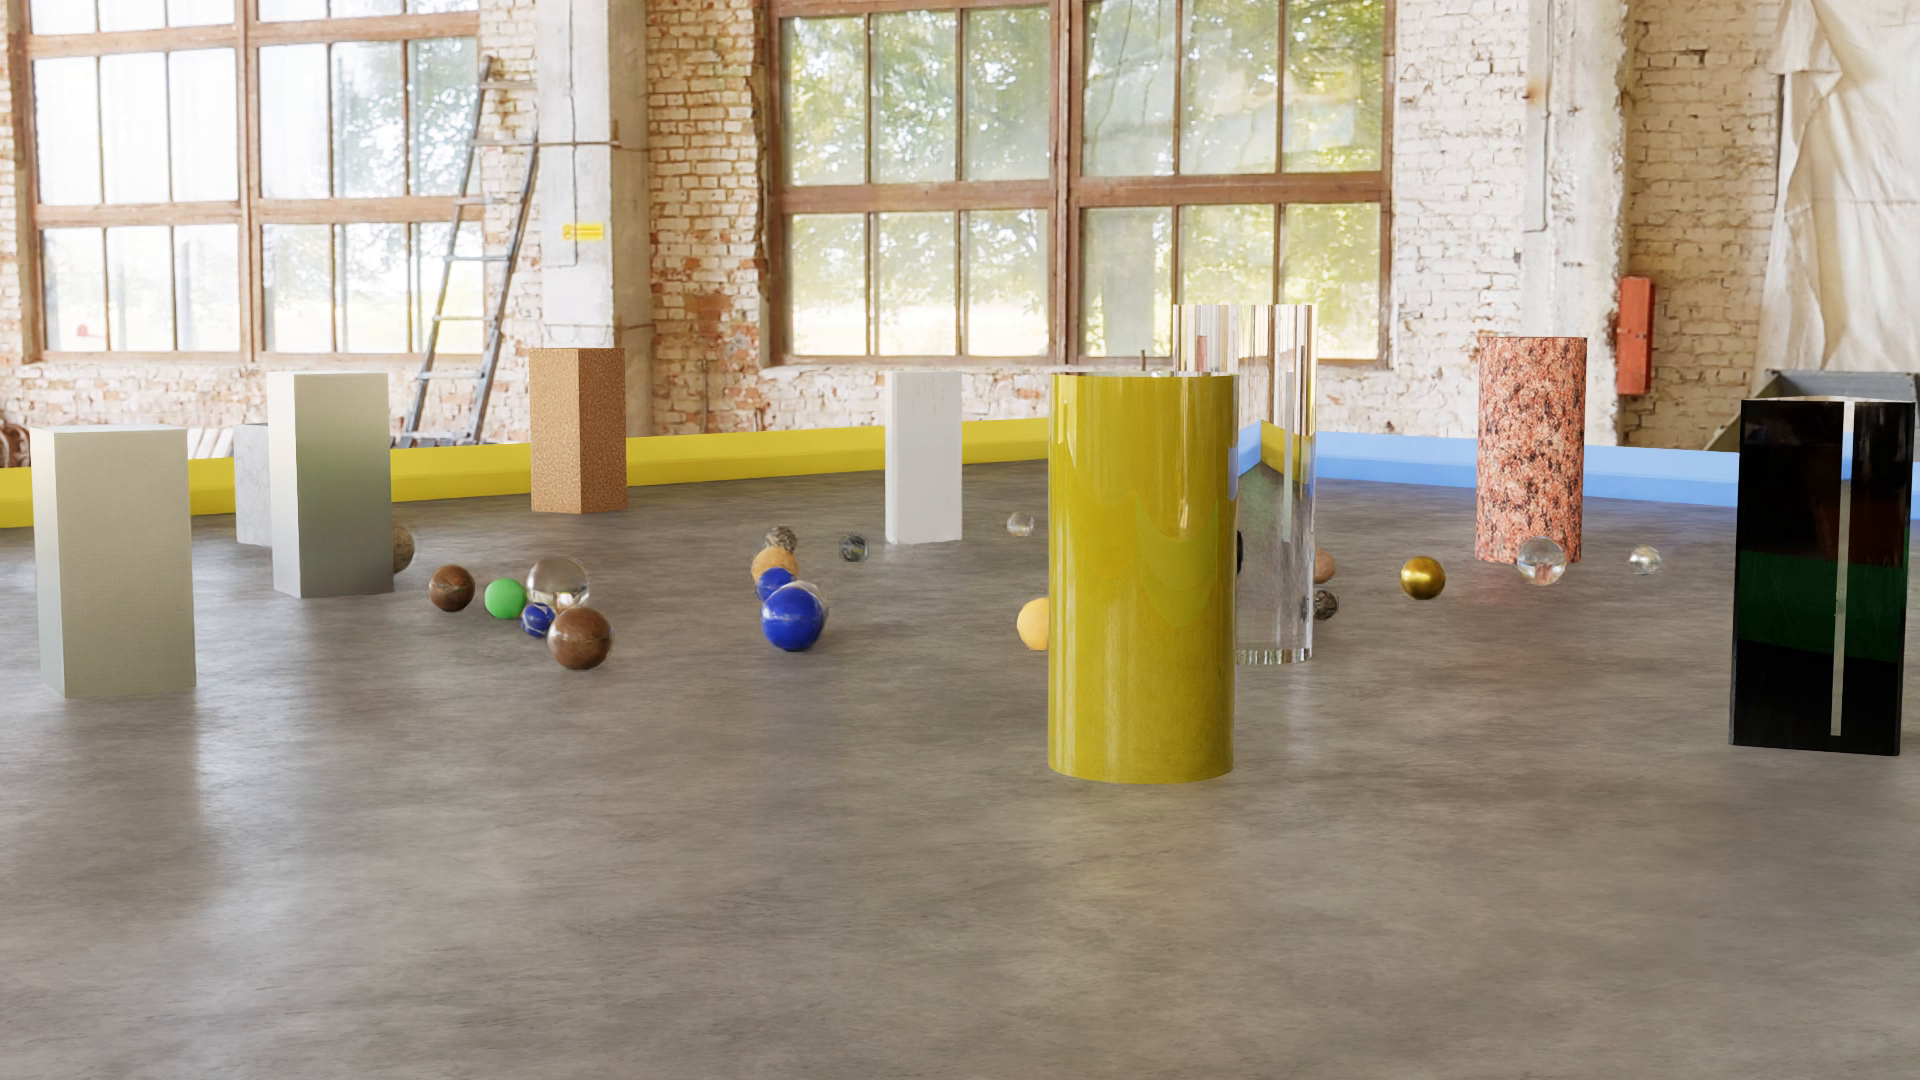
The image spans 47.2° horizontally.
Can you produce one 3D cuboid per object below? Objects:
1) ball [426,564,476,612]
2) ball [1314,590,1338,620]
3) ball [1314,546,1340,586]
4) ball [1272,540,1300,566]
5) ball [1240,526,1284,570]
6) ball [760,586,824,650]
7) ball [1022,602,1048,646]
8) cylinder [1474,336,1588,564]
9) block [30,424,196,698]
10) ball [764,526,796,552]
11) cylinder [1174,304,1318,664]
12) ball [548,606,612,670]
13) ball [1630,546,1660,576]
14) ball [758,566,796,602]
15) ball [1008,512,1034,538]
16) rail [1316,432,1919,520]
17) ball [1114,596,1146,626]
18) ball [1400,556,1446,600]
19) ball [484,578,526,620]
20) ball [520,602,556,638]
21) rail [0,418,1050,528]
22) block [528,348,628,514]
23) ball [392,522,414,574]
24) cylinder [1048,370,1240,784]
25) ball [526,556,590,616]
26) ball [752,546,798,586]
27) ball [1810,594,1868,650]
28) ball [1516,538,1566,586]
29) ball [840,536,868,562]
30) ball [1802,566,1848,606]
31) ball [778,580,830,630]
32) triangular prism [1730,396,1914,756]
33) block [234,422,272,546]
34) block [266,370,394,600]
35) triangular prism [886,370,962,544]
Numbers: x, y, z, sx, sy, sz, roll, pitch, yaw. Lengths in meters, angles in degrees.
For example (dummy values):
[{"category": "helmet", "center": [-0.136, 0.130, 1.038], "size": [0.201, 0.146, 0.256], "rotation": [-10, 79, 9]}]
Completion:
[{"category": "ball", "center": [-0.741, 0.070, 3.204], "size": [0.069, 0.069, 0.069], "rotation": [0, 6, 0]}, {"category": "ball", "center": [0.514, 0.092, 3.119], "size": [0.043, 0.043, 0.043], "rotation": [0, 6, 0]}, {"category": "ball", "center": [0.572, 0.043, 3.517], "size": [0.069, 0.069, 0.069], "rotation": [0, 6, 0]}, {"category": "ball", "center": [0.555, 0.022, 3.752], "size": [0.048, 0.048, 0.048], "rotation": [0, 6, 0]}, {"category": "ball", "center": [0.511, 0.013, 3.712], "size": [0.074, 0.074, 0.074], "rotation": [0, 6, 0]}, {"category": "ball", "center": [-0.216, 0.102, 2.840], "size": [0.083, 0.083, 0.083], "rotation": [0, 6, 0]}, {"category": "ball", "center": [0.108, 0.109, 2.842], "size": [0.057, 0.057, 0.057], "rotation": [0, 6, 0]}, {"category": "cylinder", "center": [1.002, -0.161, 3.861], "size": [0.182, 0.389, 0.182], "rotation": [0, 6, 0]}, {"category": "block", "center": [-0.994, 0.019, 2.581], "size": [0.145, 0.302, 0.145], "rotation": [-4, 7, -32]}, {"category": "ball", "center": [-0.317, 0.004, 3.878], "size": [0.057, 0.057, 0.057], "rotation": [0, 6, 0]}, {"category": "cylinder", "center": [0.361, -0.076, 2.798], "size": [0.182, 0.445, 0.182], "rotation": [0, 6, 0]}, {"category": "ball", "center": [-0.464, 0.121, 2.685], "size": [0.079, 0.079, 0.079], "rotation": [0, 6, 0]}, {"category": "ball", "center": [1.132, 0.034, 3.634], "size": [0.049, 0.049, 0.049], "rotation": [0, 6, 0]}, {"category": "ball", "center": [-0.271, 0.069, 3.260], "size": [0.059, 0.059, 0.059], "rotation": [0, 6, 0]}, {"category": "ball", "center": [0.116, -0.030, 4.228], "size": [0.051, 0.051, 0.051], "rotation": [0, 6, 0]}, {"category": "rail", "center": [1.683, -0.134, 4.877], "size": [0.045, 0.118, 4.197], "rotation": [-6, 8, -42]}, {"category": "ball", "center": [0.237, 0.099, 3.064], "size": [0.042, 0.042, 0.042], "rotation": [0, 6, 0]}, {"category": "ball", "center": [0.700, 0.058, 3.324], "size": [0.068, 0.068, 0.068], "rotation": [0, 6, 0]}, {"category": "ball", "center": [-0.646, 0.083, 3.125], "size": [0.059, 0.059, 0.059], "rotation": [0, 6, 0]}, {"category": "ball", "center": [-0.567, 0.107, 2.956], "size": [0.048, 0.048, 0.048], "rotation": [0, 6, 0]}, {"category": "rail", "center": [-1.407, -0.131, 4.849], "size": [4.627, 0.118, 0.045], "rotation": [-6, 8, -42]}, {"category": "block", "center": [-0.831, -0.241, 4.784], "size": [0.145, 0.352, 0.145], "rotation": [4, 7, 33]}, {"category": "ball", "center": [-0.947, 0.013, 3.633], "size": [0.091, 0.091, 0.091], "rotation": [0, 6, 0]}, {"category": "cylinder", "center": [0.176, 0.030, 2.123], "size": [0.182, 0.379, 0.182], "rotation": [0, 6, 0]}, {"category": "ball", "center": [-0.571, 0.068, 3.123], "size": [0.091, 0.091, 0.091], "rotation": [0, 6, 0]}, {"category": "ball", "center": [-0.286, 0.047, 3.403], "size": [0.073, 0.073, 0.073], "rotation": [0, 6, 0]}, {"category": "ball", "center": [1.139, 0.107, 2.850], "size": [0.071, 0.071, 0.071], "rotation": [0, 6, 0]}, {"category": "ball", "center": [0.925, 0.035, 3.498], "size": [0.077, 0.077, 0.077], "rotation": [0, 6, 0]}, {"category": "ball", "center": [-0.183, 0.015, 3.814], "size": [0.048, 0.048, 0.048], "rotation": [0, 6, 0]}, {"category": "ball", "center": [1.268, 0.070, 3.227], "size": [0.064, 0.064, 0.064], "rotation": [0, 6, 0]}, {"category": "ball", "center": [-0.214, 0.094, 2.922], "size": [0.080, 0.080, 0.080], "rotation": [0, 6, 0]}, {"category": "triangular prism", "center": [0.881, 0.030, 2.253], "size": [0.157, 0.350, 0.136], "rotation": [2, 7, 21]}, {"category": "block", "center": [-1.261, -0.107, 4.141], "size": [0.145, 0.223, 0.145], "rotation": [6, 8, 42]}, {"category": "block", "center": [-0.981, -0.090, 3.425], "size": [0.145, 0.341, 0.145], "rotation": [-4, 7, -33]}, {"category": "triangular prism", "center": [-0.100, -0.161, 4.183], "size": [0.157, 0.320, 0.136], "rotation": [-5, 8, -37]}]
